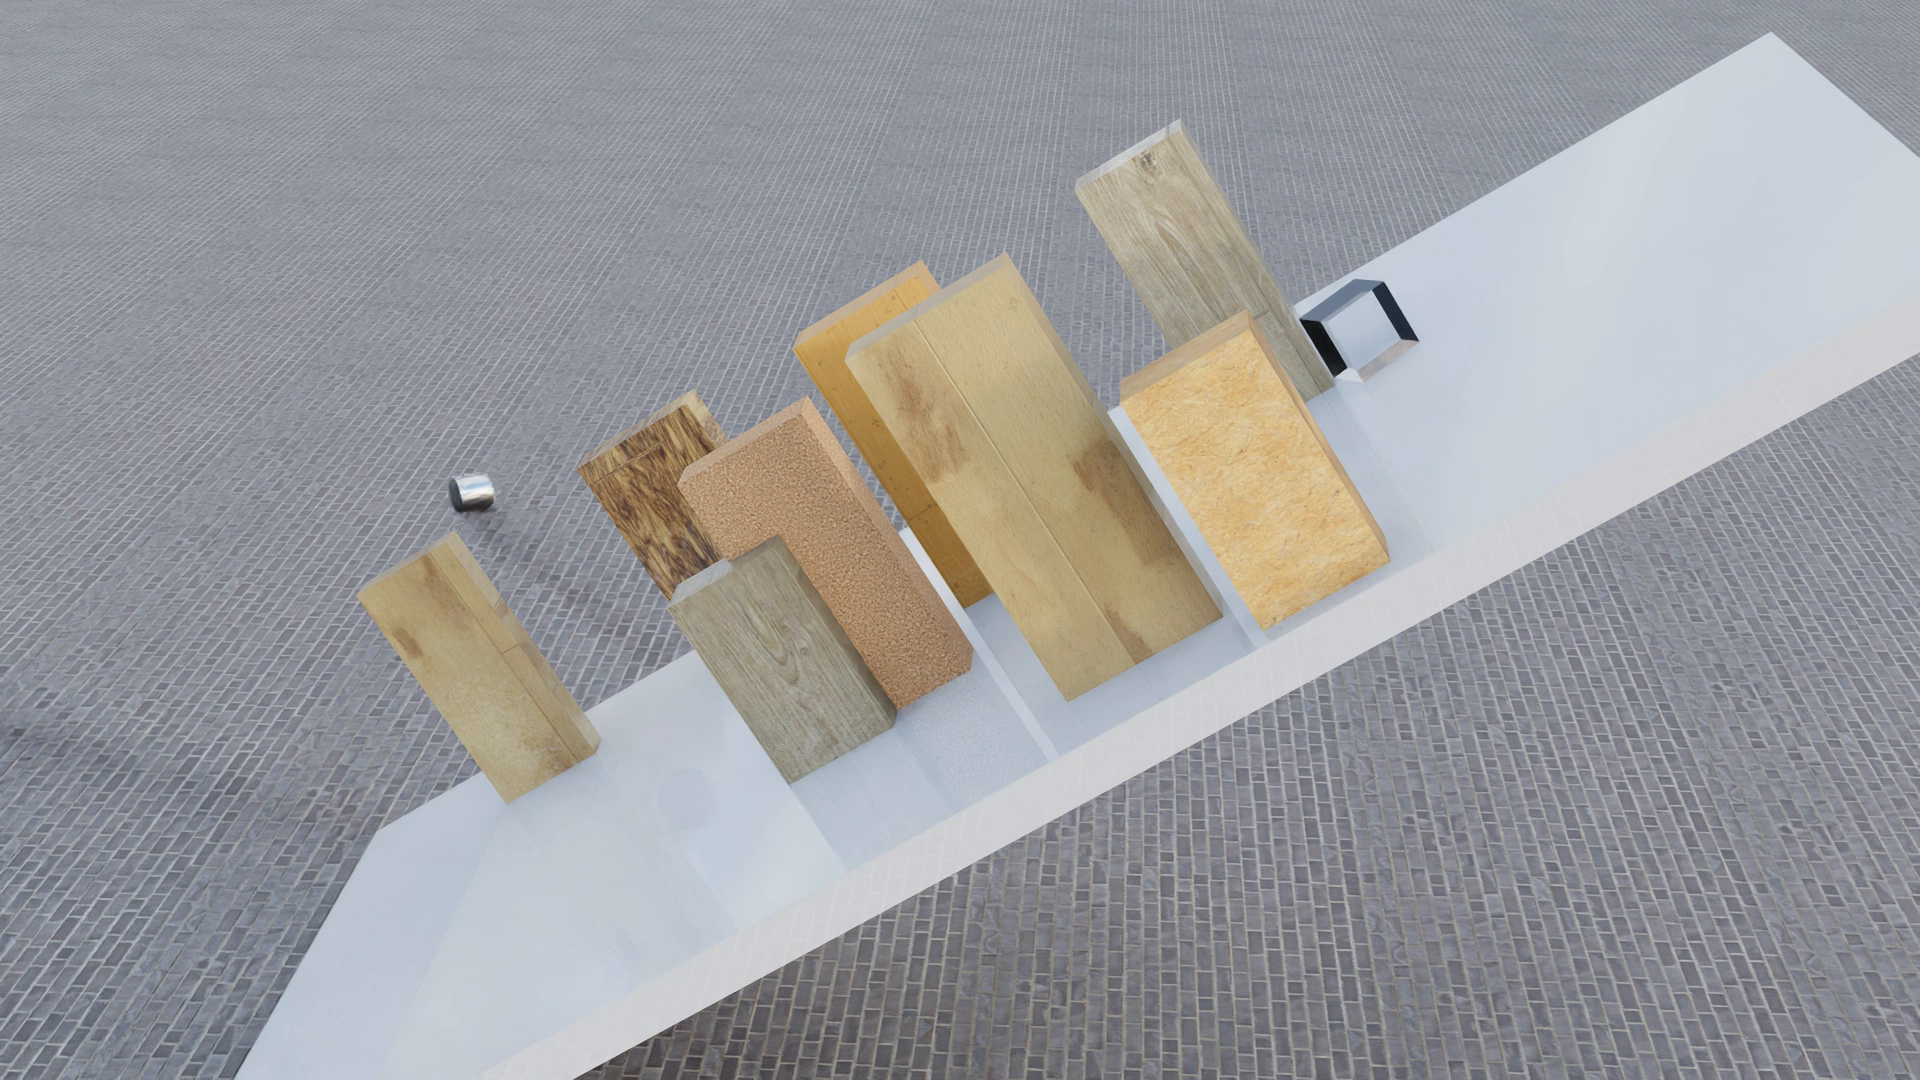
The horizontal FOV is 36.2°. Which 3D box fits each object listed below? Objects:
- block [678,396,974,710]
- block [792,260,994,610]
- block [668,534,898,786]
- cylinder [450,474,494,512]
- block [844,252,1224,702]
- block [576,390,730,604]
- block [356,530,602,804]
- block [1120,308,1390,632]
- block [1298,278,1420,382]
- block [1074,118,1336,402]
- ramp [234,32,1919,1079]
[{"bbox_3d":[-0.272,0.058,6.042,0.300,0.642,0.122,-30,15,13],"label":"block"},{"bbox_3d":[-0.037,-0.225,6.365,0.315,0.688,0.134,-30,15,13],"label":"block"},{"bbox_3d":[-0.358,0.236,6.030,0.259,0.451,0.141,-30,15,13],"label":"block"},{"bbox_3d":[-1.719,-0.166,10.350,0.118,0.118,0.118,-11,22,-28],"label":"cylinder"},{"bbox_3d":[0.143,-0.110,5.447,0.339,0.779,0.114,-30,15,13],"label":"block"},{"bbox_3d":[-0.615,-0.022,7.094,0.317,0.601,0.124,-30,15,13],"label":"block"},{"bbox_3d":[-1.158,0.310,7.104,0.266,0.631,0.089,-30,15,13],"label":"block"},{"bbox_3d":[0.526,-0.124,5.248,0.261,0.498,0.141,-30,15,13],"label":"block"},{"bbox_3d":[0.851,-0.448,6.279,0.154,0.154,0.154,-36,15,-9],"label":"block"},{"bbox_3d":[0.527,-0.552,6.307,0.259,0.650,0.119,-30,15,13],"label":"block"},{"bbox_3d":[0.141,0.169,6.290,4.000,0.100,2.000,-30,15,13],"label":"ramp"}]
